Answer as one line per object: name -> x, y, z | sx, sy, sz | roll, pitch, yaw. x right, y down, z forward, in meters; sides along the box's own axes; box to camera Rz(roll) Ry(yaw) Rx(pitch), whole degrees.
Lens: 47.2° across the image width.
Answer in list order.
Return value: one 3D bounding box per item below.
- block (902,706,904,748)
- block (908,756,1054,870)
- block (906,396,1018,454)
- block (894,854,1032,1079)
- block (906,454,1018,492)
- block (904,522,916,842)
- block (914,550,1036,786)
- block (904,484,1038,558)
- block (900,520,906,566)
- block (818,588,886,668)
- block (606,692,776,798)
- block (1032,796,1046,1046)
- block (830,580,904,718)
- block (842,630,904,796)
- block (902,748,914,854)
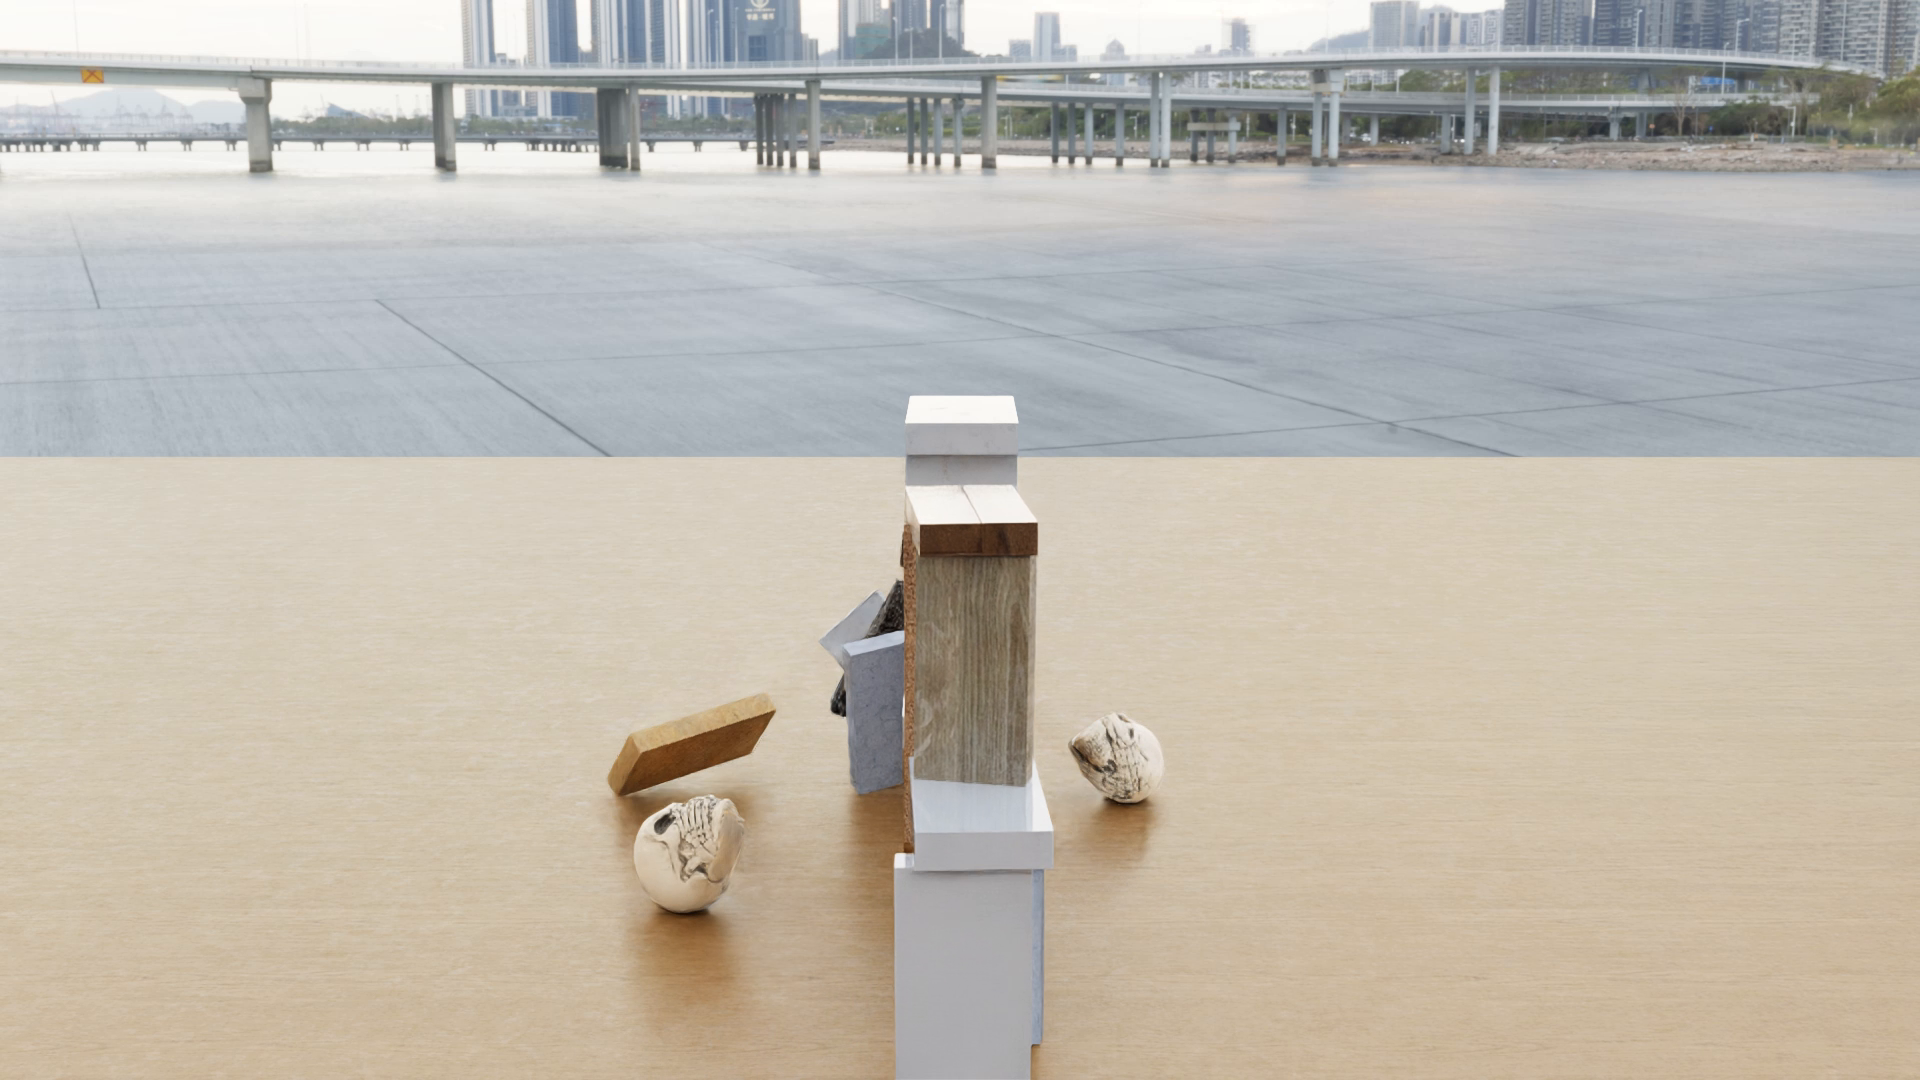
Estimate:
block -> -0.001, 0.257, 3.457 | 0.171, 0.048, 0.342 | 0, 11, 0
block -> 0.023, 0.356, 2.899 | 0.173, 0.049, 0.346 | 0, 10, -2
block -> 0.003, -0.192, 3.632 | 0.178, 0.050, 0.355 | 0, 11, 0
block -> 0.004, 0.573, 2.811 | 0.173, 0.346, 0.049 | 0, 13, 0
block -> 0.003, 0.032, 3.553 | 0.178, 0.360, 0.050 | 0, 11, 0
block -> -0.002, 0.203, 3.137 | 0.154, 0.455, 0.044 | 0, 5, 0
block -> 0.020, 0.166, 2.937 | 0.154, 0.309, 0.044 | 3, 7, 14
block -> 0.011, -0.029, 3.014 | 0.154, 0.044, 0.309 | -1, 11, -5
block -> -0.017, -0.077, 4.117 | 0.155, 0.310, 0.044 | 7, 37, -4
block -> -0.122, 0.267, 4.477 | 0.157, 0.313, 0.044 | -42, 3, 7
block -> -0.517, 0.394, 4.246 | 0.313, 0.157, 0.044 | -15, 61, -39
block -> 0.029, 0.527, 3.062 | 0.173, 0.346, 0.049 | 1, 11, 7
block -> -0.118, 0.232, 4.302 | 0.155, 0.310, 0.044 | 19, 29, -19
block -> -0.135, 0.325, 4.182 | 0.157, 0.313, 0.044 | -13, 31, -20
block -> -0.001, 0.470, 3.381 | 0.171, 0.342, 0.048 | 0, 11, 0
